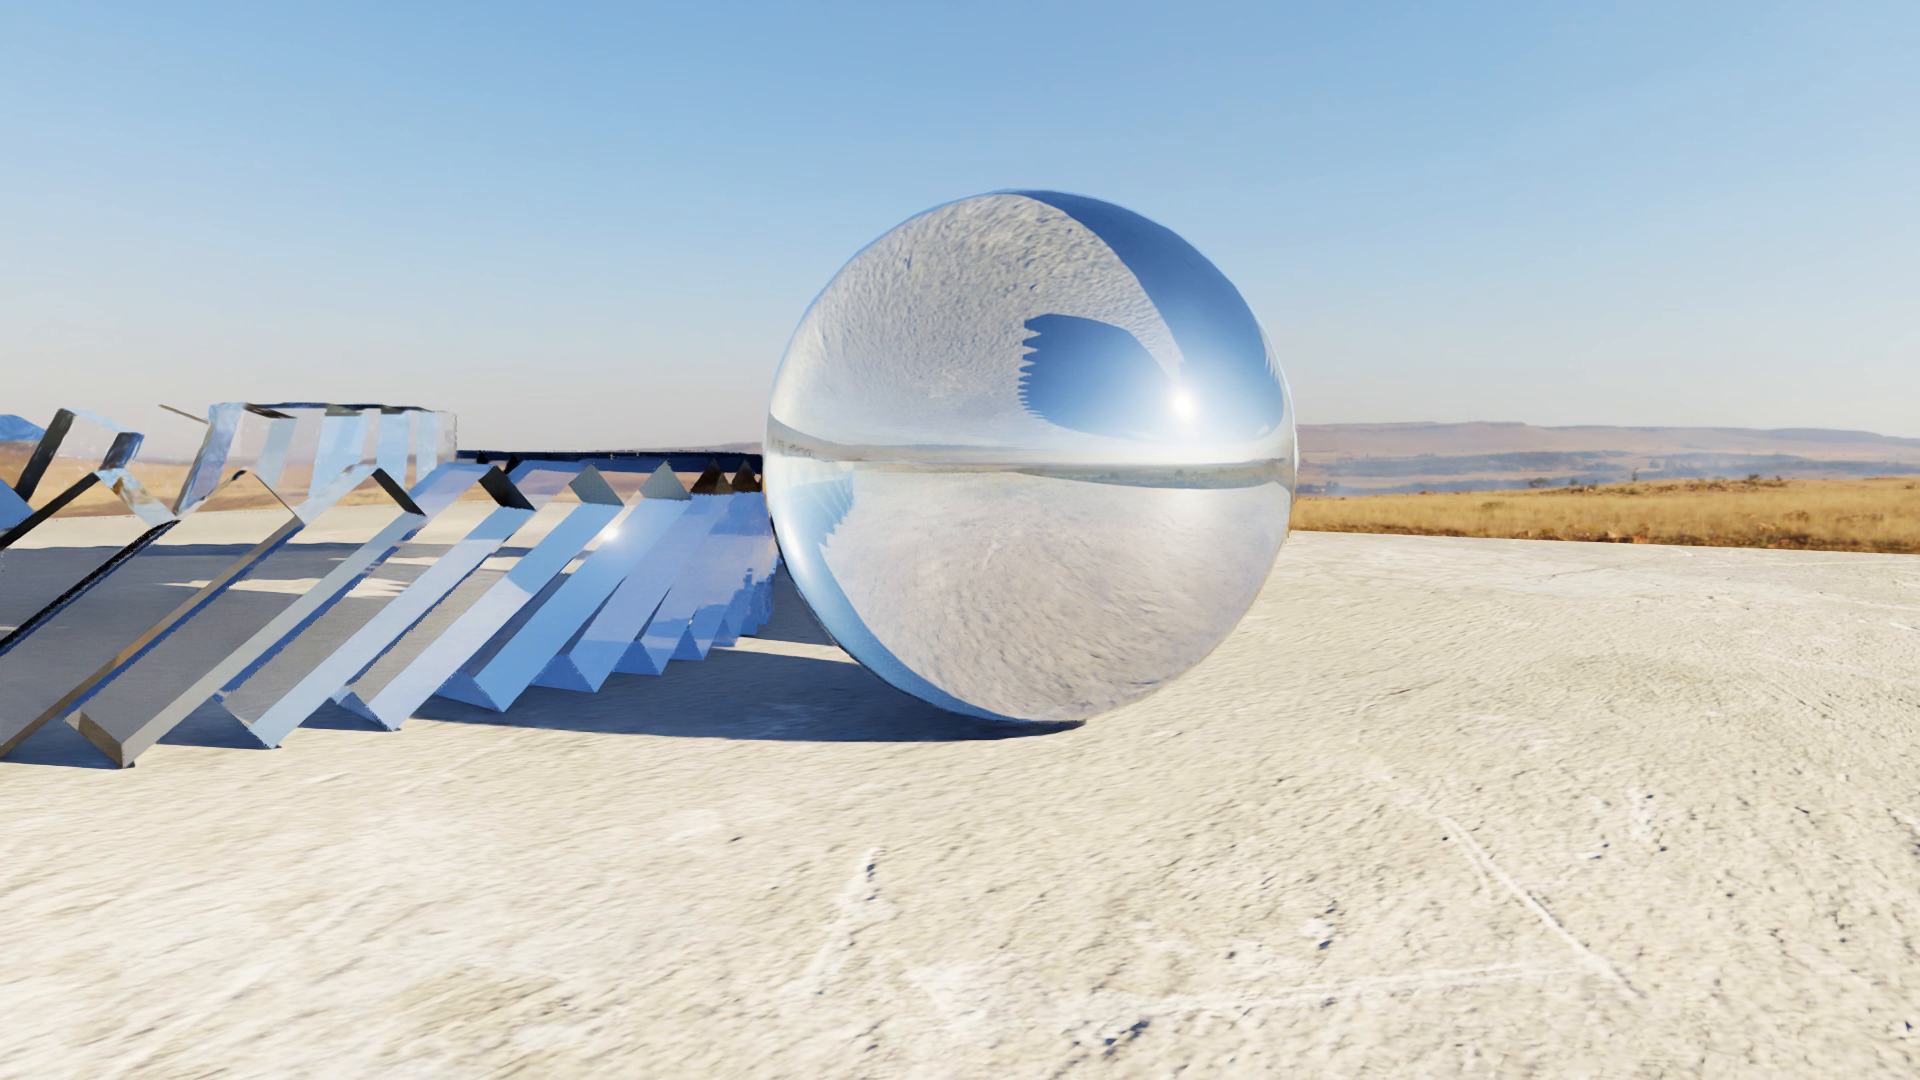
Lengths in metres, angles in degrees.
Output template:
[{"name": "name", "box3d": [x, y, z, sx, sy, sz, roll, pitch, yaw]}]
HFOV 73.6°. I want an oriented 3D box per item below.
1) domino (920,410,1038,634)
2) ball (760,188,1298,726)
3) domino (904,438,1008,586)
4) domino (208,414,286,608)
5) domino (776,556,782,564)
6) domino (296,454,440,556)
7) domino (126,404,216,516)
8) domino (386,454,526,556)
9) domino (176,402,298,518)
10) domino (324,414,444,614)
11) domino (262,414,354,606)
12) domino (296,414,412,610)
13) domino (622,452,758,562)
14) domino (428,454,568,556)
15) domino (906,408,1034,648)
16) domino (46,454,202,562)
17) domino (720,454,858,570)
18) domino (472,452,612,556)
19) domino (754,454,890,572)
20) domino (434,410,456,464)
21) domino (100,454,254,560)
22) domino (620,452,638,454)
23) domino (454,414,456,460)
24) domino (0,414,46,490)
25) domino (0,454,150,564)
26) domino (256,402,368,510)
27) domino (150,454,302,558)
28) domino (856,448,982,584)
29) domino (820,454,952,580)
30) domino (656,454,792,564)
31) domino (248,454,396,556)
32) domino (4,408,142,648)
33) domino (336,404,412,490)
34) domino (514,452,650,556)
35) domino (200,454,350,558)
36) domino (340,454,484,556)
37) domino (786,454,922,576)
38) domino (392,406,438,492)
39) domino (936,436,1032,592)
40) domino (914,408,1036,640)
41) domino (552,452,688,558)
[{"name": "domino", "box3d": [0.005, -0.004, 0.292, 0.025, 0.050, 0.009, 0, -16, 4]}, {"name": "ball", "box3d": [0.010, -0.012, 0.195, 0.080, 0.080, 0.080, 0, 4, 0]}, {"name": "domino", "box3d": [-0.002, -0.009, 0.395, 0.025, 0.050, 0.009, 0, -36, -11]}, {"name": "domino", "box3d": [-0.192, -0.008, 0.345, 0.010, 0.050, 0.025, -1, 4, -12]}, {"name": "domino", "box3d": [-0.074, -0.012, 0.464, 0.025, 0.009, 0.050, -5, 46, -51]}, {"name": "domino", "box3d": [-0.227, -0.014, 0.494, 0.050, 0.009, 0.025, 39, -1, -8]}, {"name": "domino", "box3d": [-0.156, 0.000, 0.240, 0.010, 0.050, 0.025, 25, -10, -33]}, {"name": "domino", "box3d": [-0.195, -0.014, 0.499, 0.050, 0.009, 0.025, 39, 3, -3]}, {"name": "domino", "box3d": [-0.146, -0.001, 0.250, 0.009, 0.050, 0.025, 21, -11, -42]}, {"name": "domino", "box3d": [-0.148, -0.007, 0.331, 0.025, 0.050, 0.009, -4, 6, -44]}, {"name": "domino", "box3d": [-0.176, -0.008, 0.347, 0.010, 0.050, 0.025, 0, 4, 3]}, {"name": "domino", "box3d": [-0.161, -0.008, 0.342, 0.009, 0.050, 0.025, 3, 5, 33]}, {"name": "domino", "box3d": [-0.101, -0.013, 0.481, 0.050, 0.009, 0.025, 45, 25, 21]}, {"name": "domino", "box3d": [-0.179, -0.014, 0.500, 0.050, 0.009, 0.025, 39, 7, 1]}, {"name": "domino", "box3d": [0.003, -0.003, 0.272, 0.025, 0.050, 0.009, 0, -16, 4]}, {"name": "domino", "box3d": [-0.301, -0.012, 0.463, 0.050, 0.009, 0.025, 41, -15, -23]}, {"name": "domino", "box3d": [-0.061, -0.011, 0.455, 0.025, 0.009, 0.050, -5, 45, -47]}, {"name": "domino", "box3d": [-0.162, -0.015, 0.500, 0.050, 0.009, 0.025, 41, 11, 7]}, {"name": "domino", "box3d": [-0.048, -0.010, 0.445, 0.025, 0.010, 0.050, -4, 44, -43]}, {"name": "domino", "box3d": [-0.134, -0.005, 0.304, 0.025, 0.050, 0.010, -1, 3, -7]}, {"name": "domino", "box3d": [-0.287, -0.012, 0.472, 0.050, 0.009, 0.025, 40, -11, -20]}, {"name": "domino", "box3d": [-0.116, -0.014, 0.488, 0.050, 0.009, 0.025, 44, 22, 19]}, {"name": "domino", "box3d": [-0.139, -0.006, 0.319, 0.025, 0.050, 0.009, -2, 5, -30]}, {"name": "domino", "box3d": [-0.180, 0.002, 0.225, 0.010, 0.050, 0.025, 30, -3, -13]}, {"name": "domino", "box3d": [-0.313, -0.011, 0.453, 0.050, 0.009, 0.025, 43, -19, -27]}, {"name": "domino", "box3d": [-0.138, -0.003, 0.263, 0.025, 0.050, 0.009, 2, -10, 29]}, {"name": "domino", "box3d": [-0.273, -0.013, 0.479, 0.050, 0.010, 0.025, 40, -9, -17]}, {"name": "domino", "box3d": [-0.014, -0.009, 0.409, 0.025, 0.010, 0.050, -2, 48, -26]}, {"name": "domino", "box3d": [-0.025, -0.009, 0.422, 0.025, 0.010, 0.050, -3, 45, -33]}, {"name": "domino", "box3d": [-0.087, -0.012, 0.473, 0.050, 0.009, 0.025, 46, 28, 24]}, {"name": "domino", "box3d": [-0.242, -0.014, 0.489, 0.050, 0.009, 0.025, 39, -4, -11]}, {"name": "domino", "box3d": [-0.167, 0.001, 0.232, 0.009, 0.050, 0.025, 28, -8, -23]}, {"name": "domino", "box3d": [-0.134, -0.004, 0.276, 0.025, 0.050, 0.010, 1, -6, 15]}, {"name": "domino", "box3d": [-0.146, -0.014, 0.498, 0.050, 0.009, 0.025, 42, 15, 11]}, {"name": "domino", "box3d": [-0.258, -0.013, 0.484, 0.050, 0.010, 0.025, 39, -6, -14]}, {"name": "domino", "box3d": [-0.211, -0.014, 0.497, 0.050, 0.009, 0.025, 39, 1, -6]}, {"name": "domino", "box3d": [-0.036, -0.009, 0.434, 0.025, 0.009, 0.050, -3, 44, -39]}, {"name": "domino", "box3d": [-0.133, -0.005, 0.290, 0.025, 0.050, 0.009, 0, -1, 4]}, {"name": "domino", "box3d": [0.008, -0.009, 0.382, 0.025, 0.050, 0.009, 4, -37, 3]}, {"name": "domino", "box3d": [0.004, -0.004, 0.282, 0.025, 0.050, 0.010, 0, -16, 4]}, {"name": "domino", "box3d": [-0.131, -0.014, 0.494, 0.050, 0.009, 0.025, 43, 19, 16]}]
